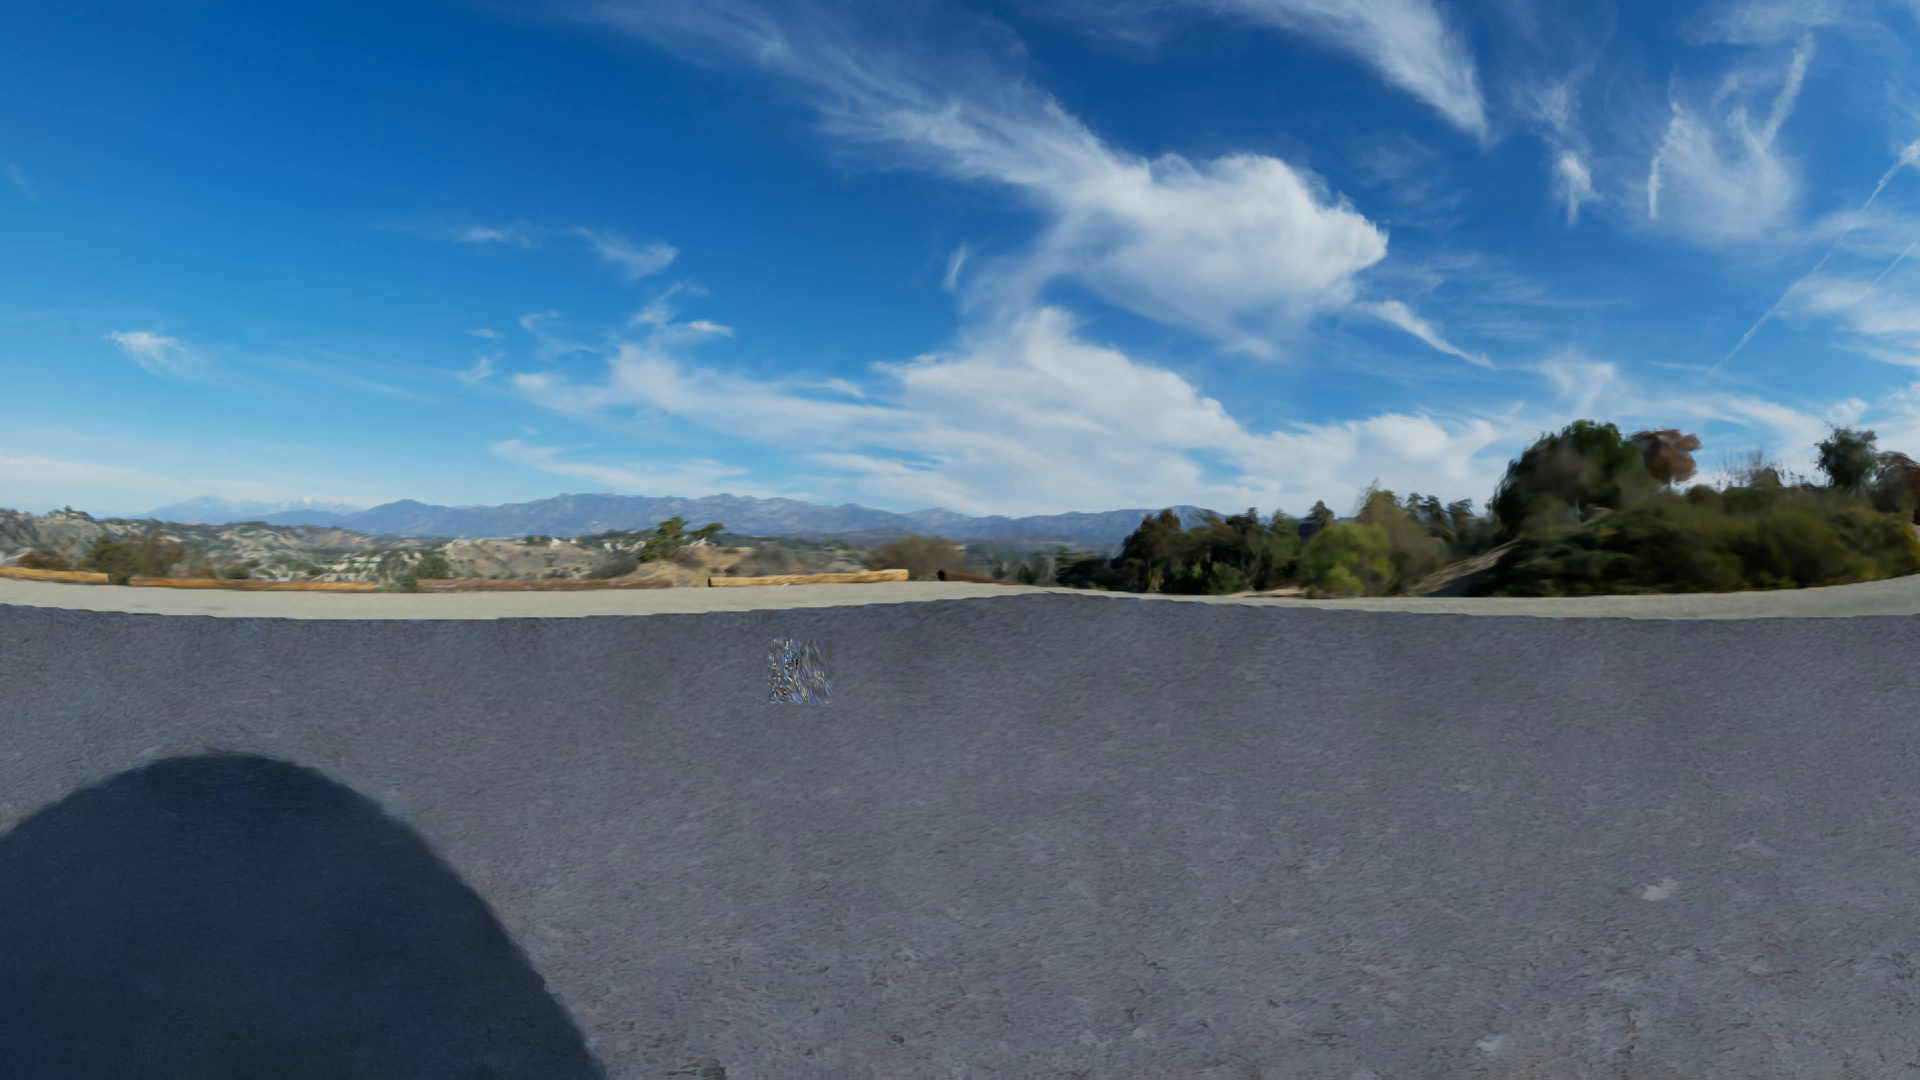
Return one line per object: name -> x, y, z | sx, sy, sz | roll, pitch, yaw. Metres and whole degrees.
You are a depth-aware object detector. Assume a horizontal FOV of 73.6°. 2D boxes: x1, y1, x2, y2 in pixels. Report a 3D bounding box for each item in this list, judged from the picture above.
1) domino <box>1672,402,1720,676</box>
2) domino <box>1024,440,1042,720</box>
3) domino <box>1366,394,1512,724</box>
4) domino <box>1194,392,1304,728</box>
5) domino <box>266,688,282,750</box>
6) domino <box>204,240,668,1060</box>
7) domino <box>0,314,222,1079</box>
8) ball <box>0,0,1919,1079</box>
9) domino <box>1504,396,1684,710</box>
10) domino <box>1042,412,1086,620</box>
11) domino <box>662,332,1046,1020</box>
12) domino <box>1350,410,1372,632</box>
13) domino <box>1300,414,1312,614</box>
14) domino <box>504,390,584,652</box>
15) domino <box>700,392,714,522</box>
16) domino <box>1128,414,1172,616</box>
domino -> 0.126, 0.000, 0.240 | 0.025, 0.050, 0.009 | 1, 4, 9
domino -> 0.000, 0.002, 0.201 | 0.025, 0.050, 0.010 | 0, 4, 0
domino -> 0.076, 0.002, 0.207 | 0.009, 0.050, 0.025 | -1, 4, -10
domino -> 0.045, 0.002, 0.203 | 0.009, 0.050, 0.025 | 0, 4, -4
domino -> -0.096, 0.003, 0.190 | 0.009, 0.050, 0.025 | -1, 5, -18
domino -> -0.039, 0.008, 0.091 | 0.025, 0.050, 0.009 | -32, -17, 36
domino -> -0.060, 0.012, 0.077 | 0.010, 0.050, 0.025 | 2, 5, 21
ball -> 0.001, -0.002, 0.054 | 0.080, 0.080, 0.080 | 0, 4, 0
domino -> 0.106, 0.001, 0.217 | 0.009, 0.050, 0.025 | -2, 5, -28
domino -> 0.019, -0.007, 0.322 | 0.009, 0.050, 0.025 | -4, 6, -39
domino -> -0.008, 0.009, 0.102 | 0.025, 0.050, 0.009 | 2, -7, 21
domino -> 0.101, -0.005, 0.295 | 0.025, 0.050, 0.009 | -4, 6, -43
domino -> 0.077, -0.006, 0.316 | 0.009, 0.050, 0.025 | 3, 5, 33
domino -> -0.065, 0.003, 0.196 | 0.009, 0.050, 0.025 | -1, 4, -8
domino -> -0.033, 0.003, 0.200 | 0.009, 0.050, 0.025 | 0, 4, -3
domino -> 0.049, -0.007, 0.328 | 0.009, 0.050, 0.025 | 1, 4, 10
